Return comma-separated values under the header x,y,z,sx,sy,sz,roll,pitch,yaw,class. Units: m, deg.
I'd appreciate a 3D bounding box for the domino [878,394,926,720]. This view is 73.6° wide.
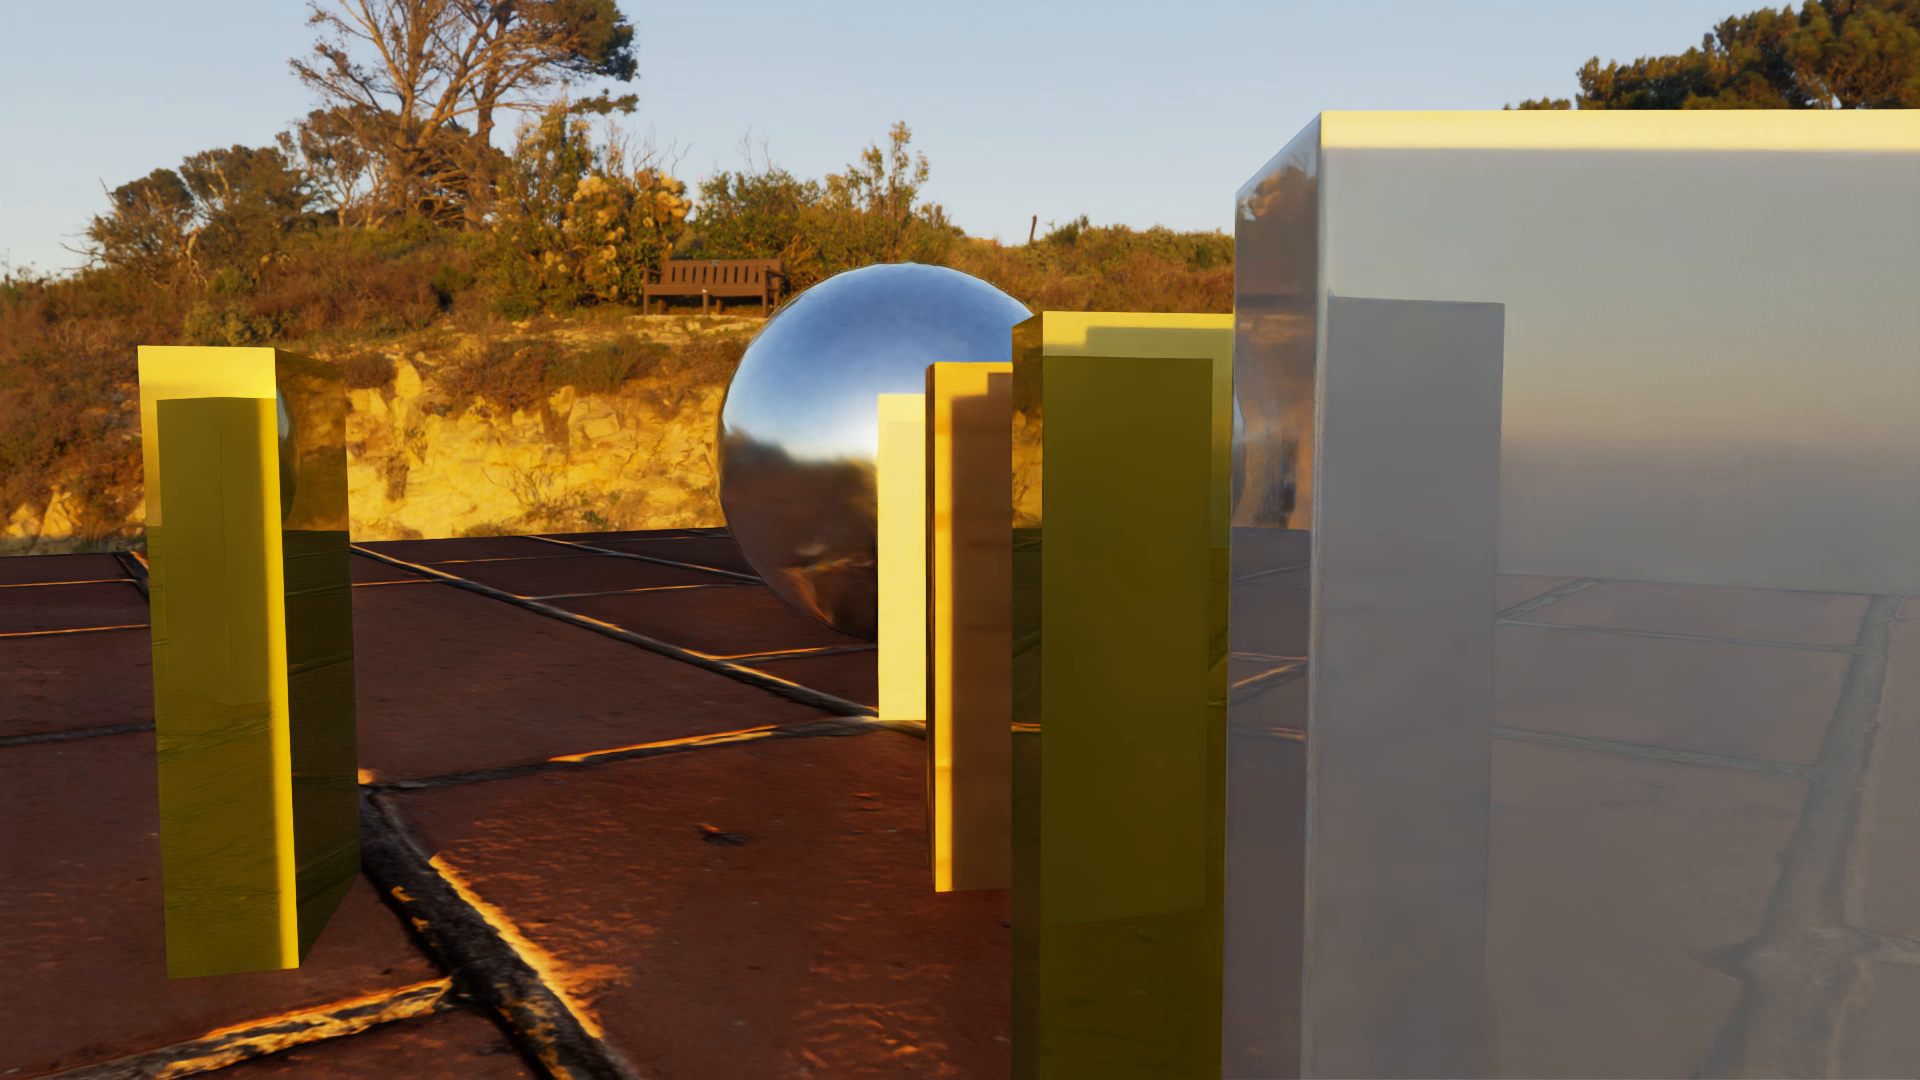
x,y,z,sx,sy,sz,roll,pitch,yaw,class
0.000,0.002,0.201,0.025,0.050,0.009,0,4,0,domino

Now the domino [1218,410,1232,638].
x,y,z,sx,sy,sz,roll,pitch,yaw,class
0.065,-0.004,0.291,0.009,0.050,0.025,1,4,15,domino

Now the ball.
x,y,z,sx,sy,sz,roll,pitch,yaw,class
-0.011,-0.018,0.271,0.080,0.080,0.080,0,4,0,ball

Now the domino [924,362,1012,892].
x,y,z,sx,sy,sz,roll,pitch,yaw,class
0.010,0.008,0.126,0.025,0.050,0.010,-1,4,-7,domino

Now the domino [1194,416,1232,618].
x,y,z,sx,sy,sz,roll,pitch,yaw,class
0.049,-0.003,0.258,0.050,0.025,0.010,-43,-18,28,domino

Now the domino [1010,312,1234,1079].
x,y,z,sx,sy,sz,roll,pitch,yaw,class
0.016,0.011,0.081,0.025,0.050,0.009,-1,4,-8,domino

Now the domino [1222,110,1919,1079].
x,y,z,sx,sy,sz,roll,pitch,yaw,class
0.021,0.015,0.035,0.025,0.050,0.009,0,4,0,domino

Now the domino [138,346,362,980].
x,y,z,sx,sy,sz,roll,pitch,yaw,class
-0.061,0.009,0.113,0.009,0.050,0.025,-1,4,-14,domino
